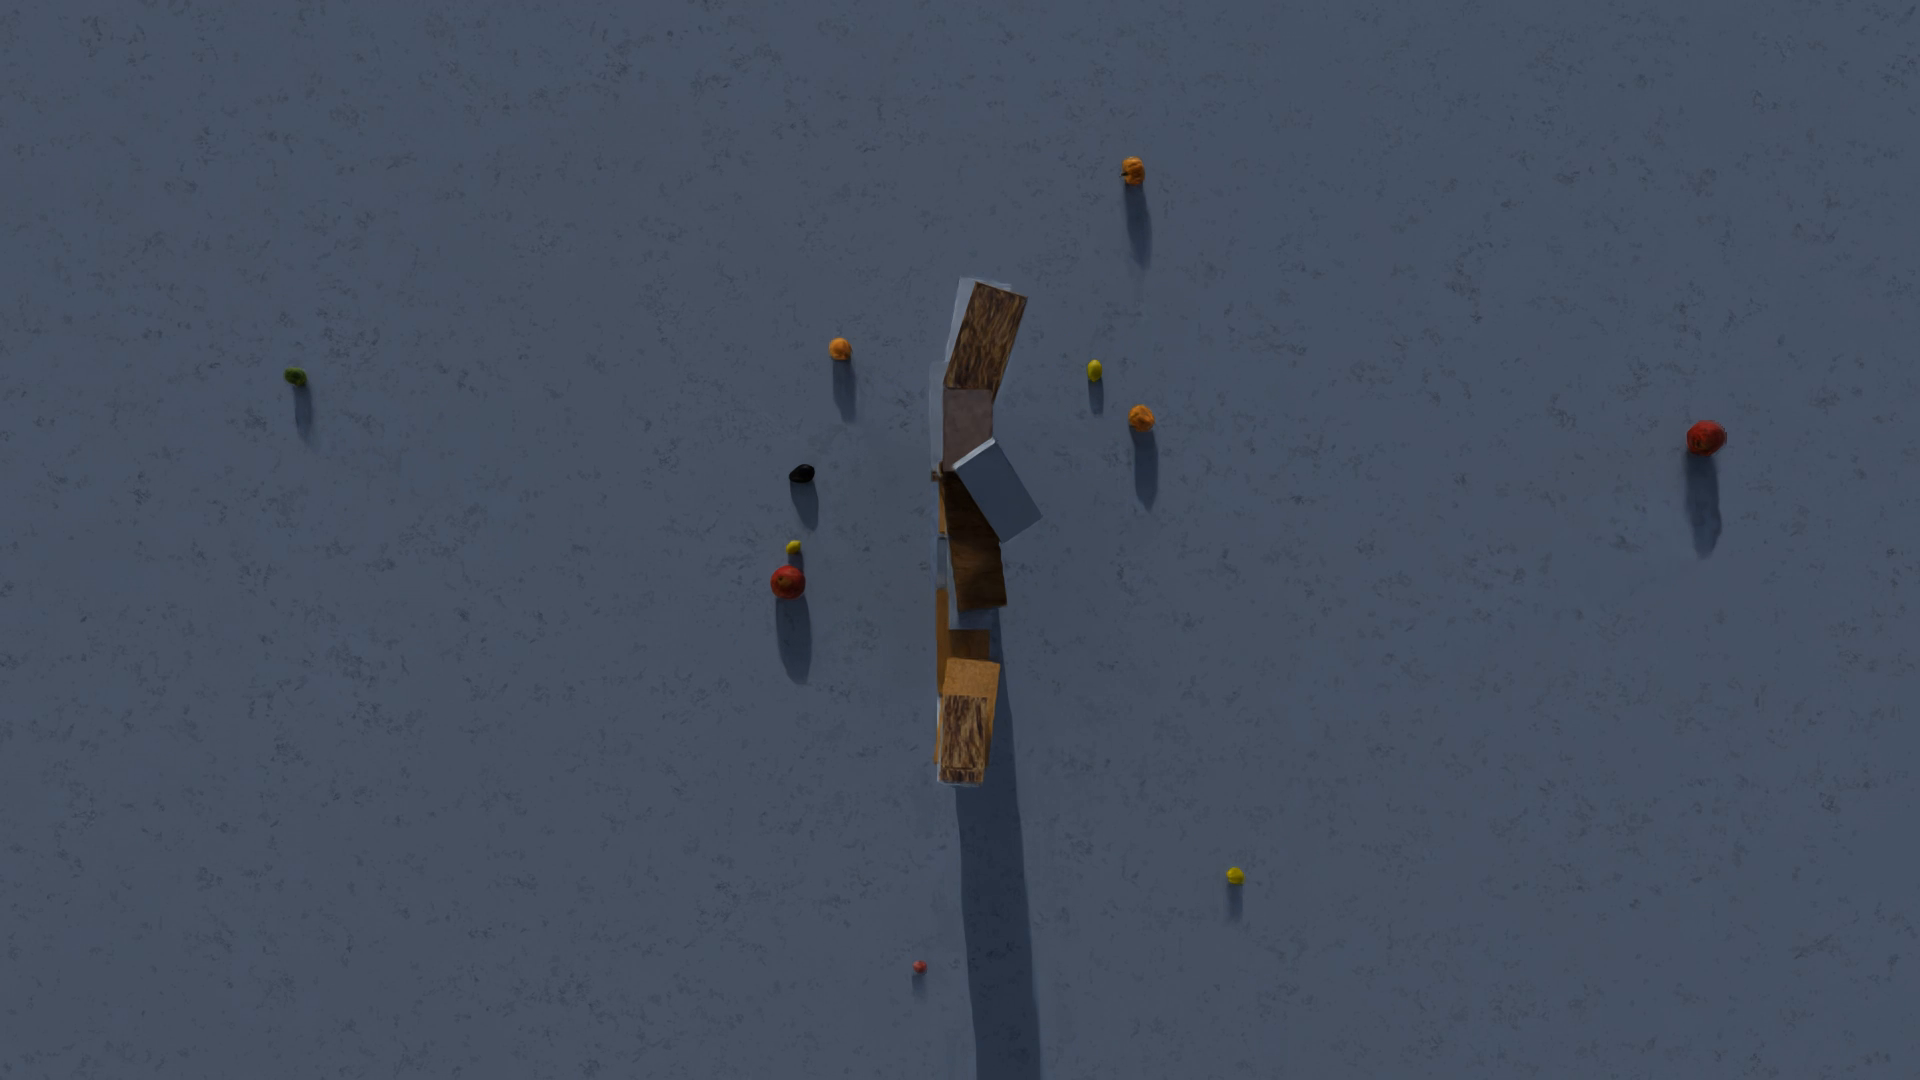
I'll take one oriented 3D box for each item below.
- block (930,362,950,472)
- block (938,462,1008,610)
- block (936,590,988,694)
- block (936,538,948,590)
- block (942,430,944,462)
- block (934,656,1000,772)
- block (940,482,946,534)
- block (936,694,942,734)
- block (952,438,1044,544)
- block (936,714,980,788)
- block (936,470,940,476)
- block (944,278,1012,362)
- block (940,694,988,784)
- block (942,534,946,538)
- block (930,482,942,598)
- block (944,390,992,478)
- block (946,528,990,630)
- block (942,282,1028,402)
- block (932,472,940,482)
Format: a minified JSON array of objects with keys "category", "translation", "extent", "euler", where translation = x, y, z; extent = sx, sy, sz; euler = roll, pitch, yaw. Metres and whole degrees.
[{"category":"block","translation":[-0.006,-0.338,4.489],"extent":[0.147,0.042,0.294],"euler":[-1,82,3]},{"category":"block","translation":[0.034,-0.017,4.358],"extent":[0.128,0.036,0.394],"euler":[-7,89,-8]},{"category":"block","translation":[0.006,0.271,4.420],"extent":[0.138,0.039,0.275],"euler":[-1,89,-6]},{"category":"block","translation":[-0.003,0.114,4.461],"extent":[0.118,0.033,0.236],"euler":[-1,92,-1]},{"category":"block","translation":[-0.014,-0.208,4.430],"extent":[0.068,0.019,0.178],"euler":[1,118,1]},{"category":"block","translation":[0.019,0.443,4.216],"extent":[0.138,0.039,0.275],"euler":[7,68,2]},{"category":"block","translation":[-0.006,-0.115,4.490],"extent":[0.099,0.028,0.199],"euler":[0,73,0]},{"category":"block","translation":[0.009,0.412,4.477],"extent":[0.138,0.567,0.039],"euler":[2,116,0]},{"category":"block","translation":[0.098,-0.126,4.277],"extent":[0.128,0.036,0.256],"euler":[-34,117,-2]},{"category":"block","translation":[0.004,0.510,4.150],"extent":[0.108,0.031,0.216],"euler":[6,69,1]},{"category":"block","translation":[0.007,-0.330,4.607],"extent":[0.147,0.042,0.293],"euler":[-1,83,0]},{"category":"block","translation":[0.040,-0.537,4.602],"extent":[0.147,0.042,0.403],"euler":[9,70,4]},{"category":"block","translation":[0.009,0.499,4.122],"extent":[0.108,0.031,0.216],"euler":[3,69,1]},{"category":"block","translation":[-0.003,-0.003,4.619],"extent":[0.099,0.199,0.028],"euler":[0,87,-1]},{"category":"block","translation":[-0.002,0.000,4.743],"extent":[0.167,0.047,0.334],"euler":[0,90,0]},{"category":"block","translation":[0.021,-0.281,4.352],"extent":[0.128,0.036,0.256],"euler":[0,62,0]},{"category":"block","translation":[0.020,0.050,4.391],"extent":[0.108,0.031,0.375],"euler":[-1,88,-6]},{"category":"block","translation":[0.068,-0.534,4.462],"extent":[0.147,0.042,0.294],"euler":[18,87,5]},{"category":"block","translation":[-0.001,-0.088,5.127],"extent":[0.174,0.049,0.348],"euler":[0,90,0]}]
